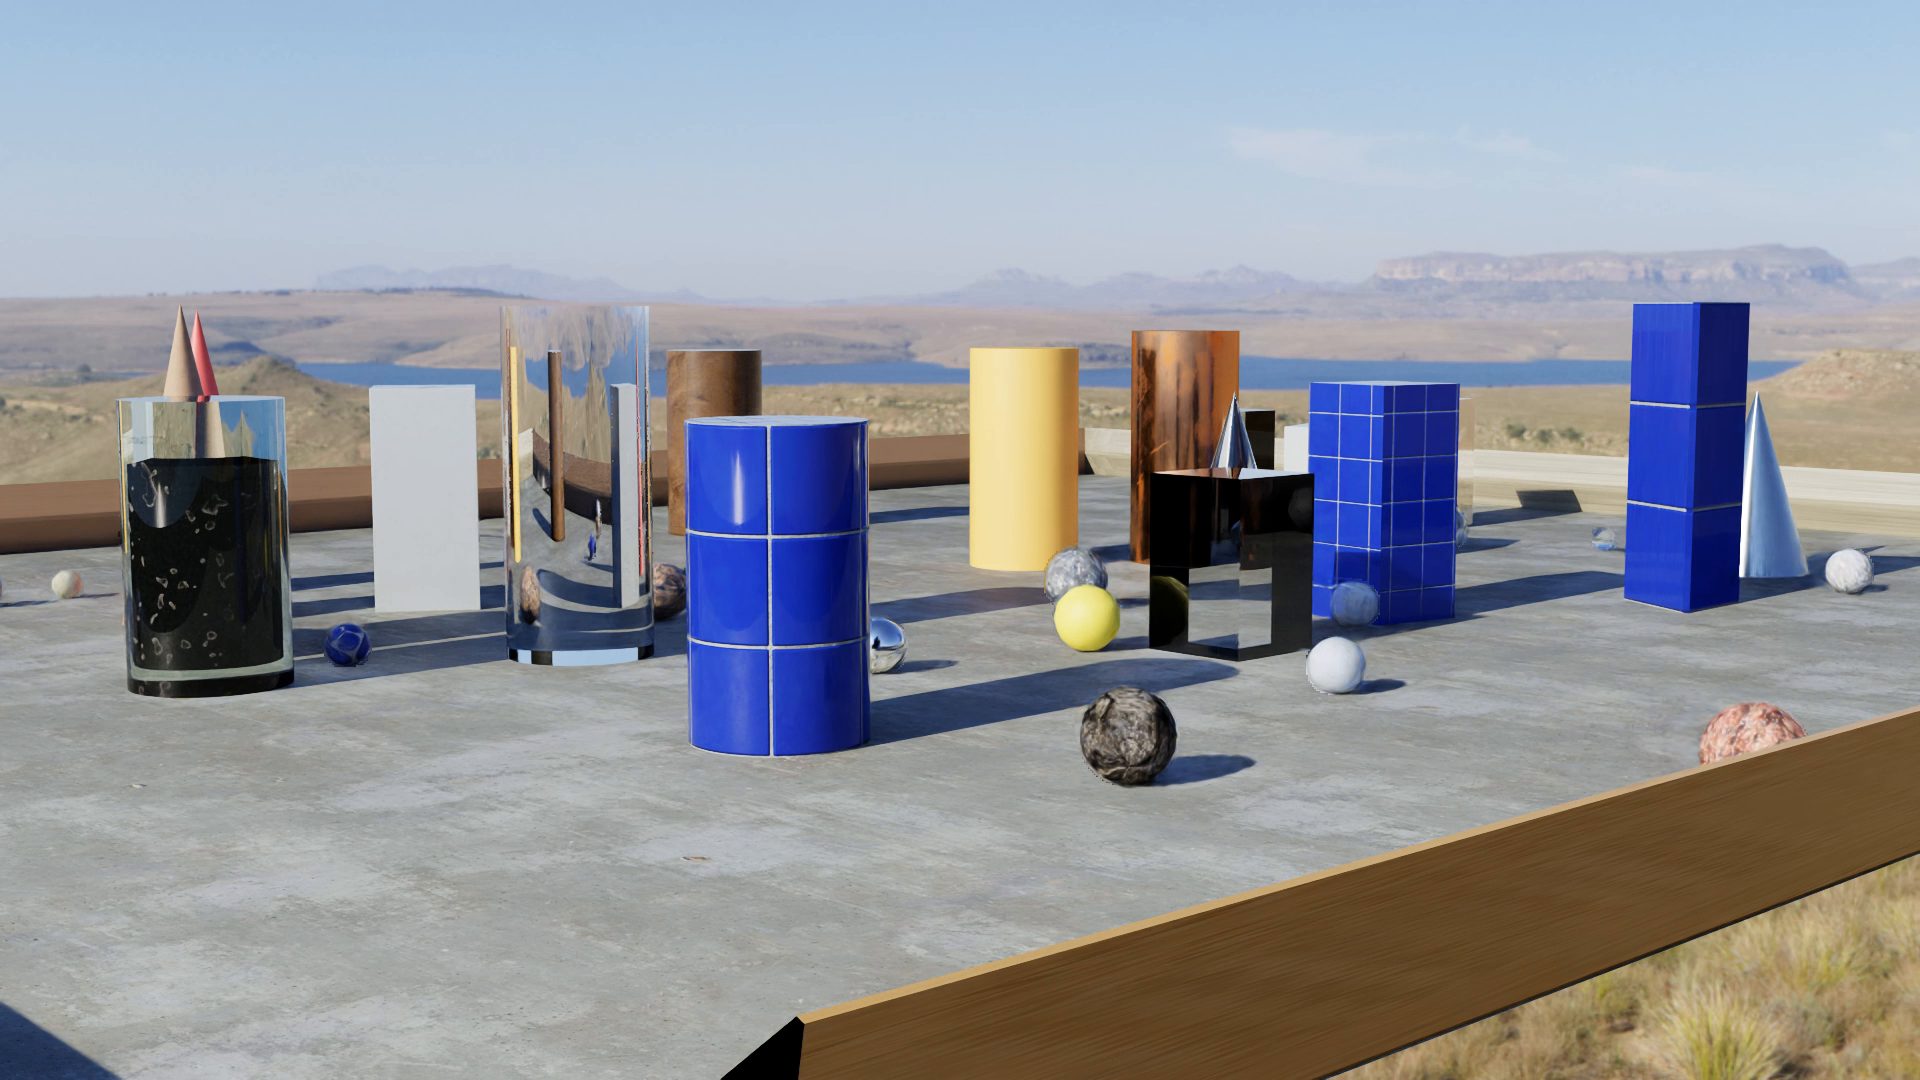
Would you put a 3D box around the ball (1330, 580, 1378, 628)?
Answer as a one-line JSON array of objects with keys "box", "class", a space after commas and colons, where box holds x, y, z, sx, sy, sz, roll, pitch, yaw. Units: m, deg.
[{"box": [0.549, 0.089, 3.062, 0.066, 0.066, 0.066, 0, 6, 0], "class": "ball"}]

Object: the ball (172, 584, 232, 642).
[{"box": [-1.012, 0.097, 2.938, 0.077, 0.077, 0.077, 0, 6, 0], "class": "ball"}]

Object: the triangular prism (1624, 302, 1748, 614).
[{"box": [1.067, -0.129, 3.290, 0.141, 0.451, 0.162, 6, 9, 45], "class": "triangular prism"}]

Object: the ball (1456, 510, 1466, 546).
[{"box": [0.883, -0.021, 4.022, 0.084, 0.084, 0.084, 0, 6, 0], "class": "ball"}]

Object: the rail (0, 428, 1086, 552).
[{"box": [-1.117, -0.096, 4.536, 3.995, 0.122, 0.045, -6, 8, -42], "class": "rail"}]

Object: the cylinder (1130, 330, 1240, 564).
[{"box": [0.393, -0.164, 3.857, 0.187, 0.403, 0.187, 0, 6, 0], "class": "cylinder"}]

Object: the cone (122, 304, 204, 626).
[{"box": [-1.096, -0.110, 3.114, 0.187, 0.452, 0.187, 0, 6, 0], "class": "cone"}]

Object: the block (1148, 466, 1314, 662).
[{"box": [0.353, 0.028, 2.861, 0.150, 0.231, 0.150, -6, 8, -43], "class": "block"}]

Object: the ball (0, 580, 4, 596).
[{"box": [-1.453, 0.072, 3.269, 0.057, 0.057, 0.057, 0, 6, 0], "class": "ball"}]

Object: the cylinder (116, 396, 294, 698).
[{"box": [-0.887, 0.003, 2.588, 0.187, 0.338, 0.187, 0, 6, 0], "class": "cylinder"}]

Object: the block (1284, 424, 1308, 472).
[{"box": [0.665, -0.082, 3.864, 0.150, 0.238, 0.150, 3, 7, 27], "class": "block"}]

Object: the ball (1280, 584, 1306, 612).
[{"box": [0.488, 0.085, 3.218, 0.042, 0.042, 0.042, 0, 6, 0], "class": "ball"}]

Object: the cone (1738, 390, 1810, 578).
[{"box": [1.340, -0.100, 3.710, 0.187, 0.307, 0.187, 0, 6, 0], "class": "cone"}]

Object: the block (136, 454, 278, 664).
[{"box": [-0.963, 0.021, 2.824, 0.150, 0.251, 0.150, -1, 6, -13], "class": "block"}]

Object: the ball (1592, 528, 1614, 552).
[{"box": [1.177, -0.001, 4.025, 0.042, 0.042, 0.042, 0, 6, 0], "class": "ball"}]

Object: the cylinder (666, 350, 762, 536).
[{"box": [-0.484, -0.194, 4.342, 0.187, 0.361, 0.187, 0, 6, 0], "class": "cylinder"}]

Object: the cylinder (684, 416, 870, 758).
[{"box": [-0.187, 0.042, 2.256, 0.187, 0.330, 0.187, 0, 6, 0], "class": "cylinder"}]

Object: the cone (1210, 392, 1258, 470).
[{"box": [0.432, -0.079, 3.477, 0.187, 0.313, 0.187, 0, 6, 0], "class": "cone"}]

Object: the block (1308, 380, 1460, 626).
[{"box": [0.607, -0.058, 3.168, 0.150, 0.336, 0.150, -4, 7, -34], "class": "block"}]

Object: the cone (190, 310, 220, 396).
[{"box": [-1.179, -0.138, 3.421, 0.187, 0.442, 0.187, 0, 6, 0], "class": "cone"}]

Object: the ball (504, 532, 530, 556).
[{"box": [-0.790, 0.008, 3.931, 0.046, 0.046, 0.046, 0, 6, 0], "class": "ball"}]

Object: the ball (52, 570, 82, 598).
[{"box": [-1.368, 0.068, 3.370, 0.044, 0.044, 0.044, 0, 6, 0], "class": "ball"}]

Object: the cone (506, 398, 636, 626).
[{"box": [-0.563, -0.047, 3.165, 0.187, 0.316, 0.187, 0, 6, 0], "class": "cone"}]

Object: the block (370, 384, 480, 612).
[{"box": [-0.798, -0.066, 3.287, 0.150, 0.327, 0.150, -1, 6, -12], "class": "block"}]

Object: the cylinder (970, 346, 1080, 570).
[{"box": [0.111, -0.144, 3.799, 0.187, 0.374, 0.187, 0, 6, 0], "class": "cylinder"}]

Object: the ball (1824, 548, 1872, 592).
[{"box": [1.388, 0.048, 3.435, 0.069, 0.069, 0.069, 0, 6, 0], "class": "ball"}]

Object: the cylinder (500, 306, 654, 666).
[{"box": [-0.488, -0.075, 2.808, 0.187, 0.446, 0.187, 0, 6, 0], "class": "cylinder"}]

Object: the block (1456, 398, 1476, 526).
[{"box": [0.941, -0.157, 4.472, 0.150, 0.260, 0.150, 5, 8, 40], "class": "block"}]

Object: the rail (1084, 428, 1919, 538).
[{"box": [1.451, -0.109, 4.663, 0.045, 0.122, 3.342, -6, 8, -42], "class": "rail"}]

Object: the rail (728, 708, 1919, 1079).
[{"box": [1.117, 0.159, 2.128, 3.995, 0.122, 0.045, -6, 8, -42], "class": "rail"}]

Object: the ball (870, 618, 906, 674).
[{"box": [-0.099, 0.129, 2.684, 0.067, 0.067, 0.067, 0, 6, 0], "class": "ball"}]

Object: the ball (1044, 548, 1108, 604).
[{"box": [0.171, 0.057, 3.238, 0.092, 0.092, 0.092, 0, 6, 0], "class": "ball"}]

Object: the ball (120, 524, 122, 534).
[{"box": [-1.522, -0.021, 4.084, 0.071, 0.071, 0.071, 0, 6, 0], "class": "ball"}]

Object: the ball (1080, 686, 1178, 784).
[{"box": [0.158, 0.183, 2.059, 0.091, 0.091, 0.091, 0, 6, 0], "class": "ball"}]

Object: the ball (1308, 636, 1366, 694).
[{"box": [0.435, 0.145, 2.540, 0.066, 0.066, 0.066, 0, 6, 0], "class": "ball"}]

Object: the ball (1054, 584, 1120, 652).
[{"box": [0.165, 0.101, 2.853, 0.086, 0.086, 0.086, 0, 6, 0], "class": "ball"}]

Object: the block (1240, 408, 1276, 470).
[{"box": [0.510, -0.133, 4.315, 0.150, 0.245, 0.150, -5, 8, -37], "class": "block"}]

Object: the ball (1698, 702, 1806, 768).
[{"box": [0.709, 0.192, 1.964, 0.094, 0.094, 0.094, 0, 6, 0], "class": "ball"}]

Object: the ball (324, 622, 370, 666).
[{"box": [-0.762, 0.130, 2.733, 0.054, 0.054, 0.054, 0, 6, 0], "class": "ball"}]

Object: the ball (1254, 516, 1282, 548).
[{"box": [0.577, -0.016, 4.094, 0.058, 0.058, 0.058, 0, 6, 0], "class": "ball"}]

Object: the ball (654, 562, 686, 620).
[{"box": [-0.426, 0.073, 3.136, 0.083, 0.083, 0.083, 0, 6, 0], "class": "ball"}]
